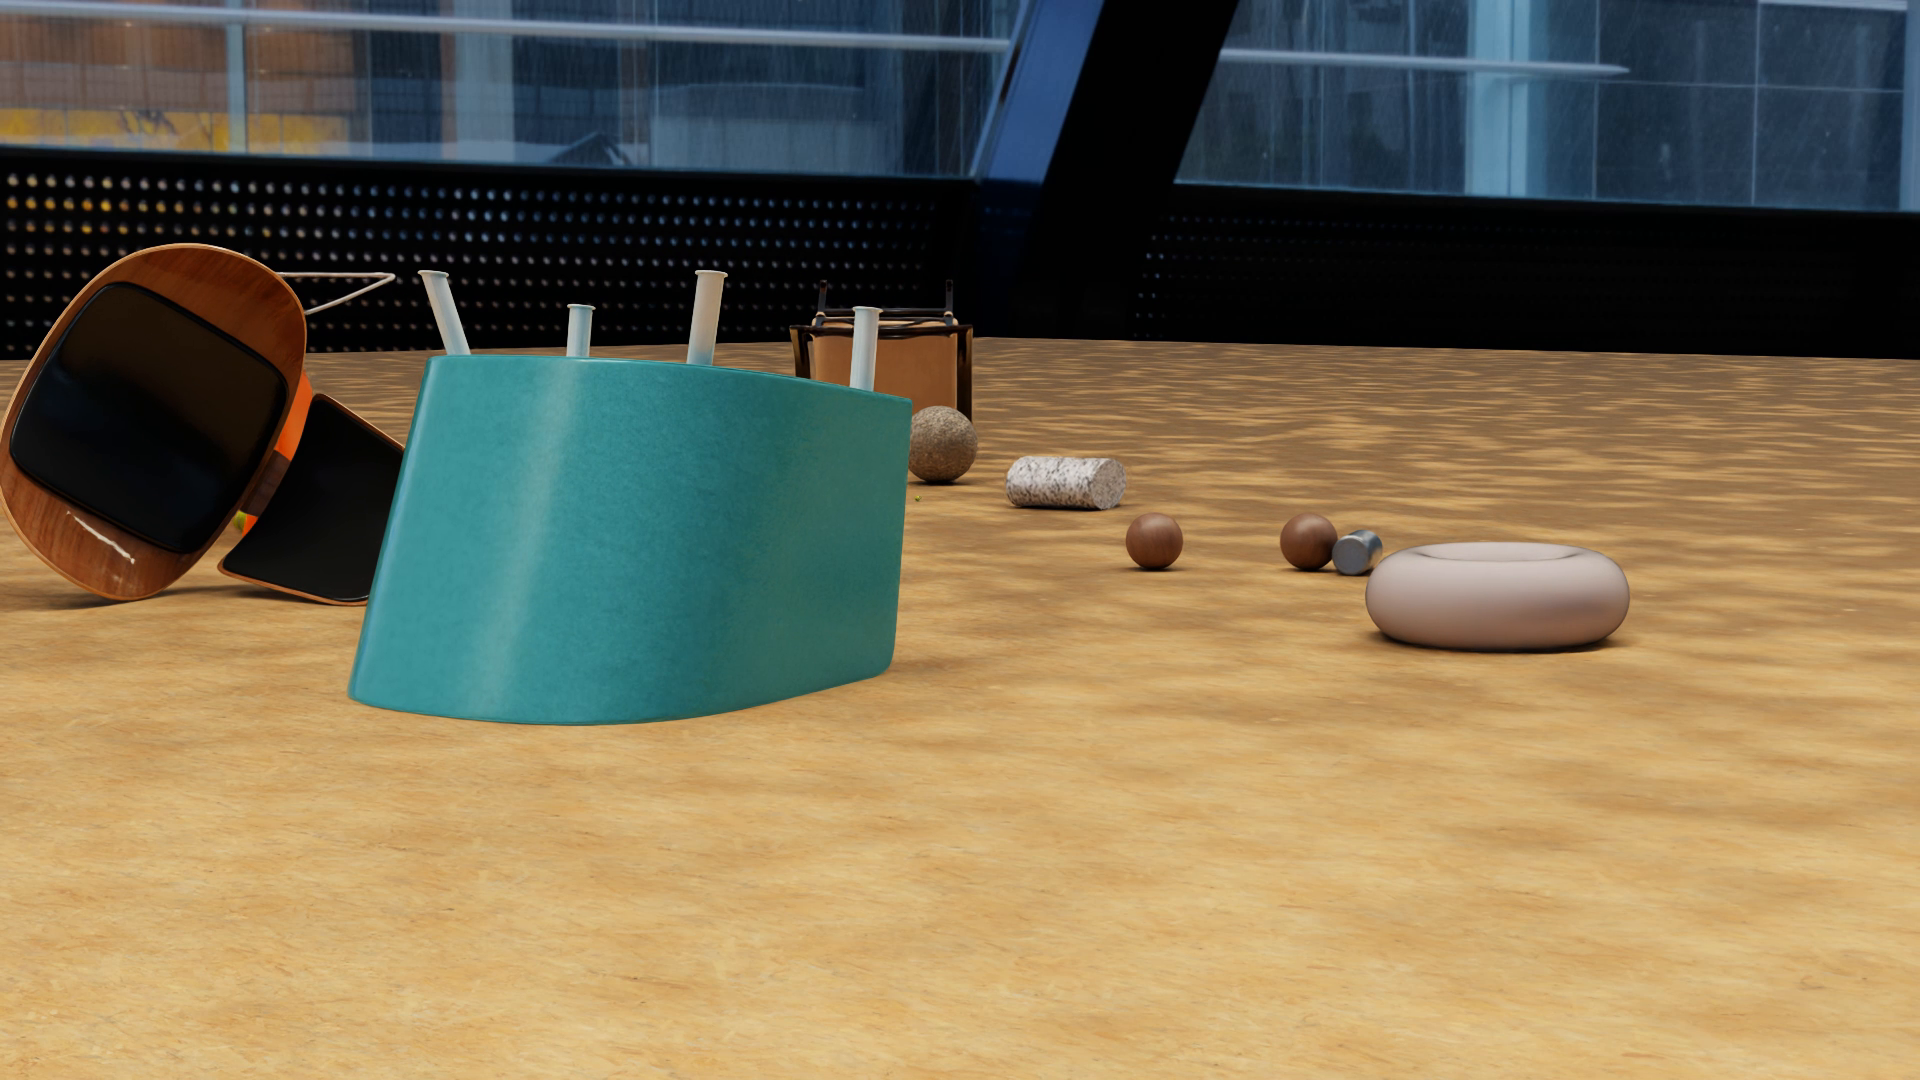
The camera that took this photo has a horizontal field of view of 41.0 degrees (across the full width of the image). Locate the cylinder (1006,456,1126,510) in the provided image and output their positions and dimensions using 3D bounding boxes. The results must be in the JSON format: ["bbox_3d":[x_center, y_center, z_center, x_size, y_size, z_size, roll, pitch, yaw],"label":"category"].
[{"bbox_3d":[0.304,-0.164,7.320,0.263,0.140,0.261,3,10,26],"label":"cylinder"}]

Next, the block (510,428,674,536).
[{"bbox_3d":[-0.951,-0.154,6.658,0.343,0.256,0.272,1,6,14],"label":"block"}]

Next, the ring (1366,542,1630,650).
[{"bbox_3d":[0.975,0.101,4.658,0.478,0.163,0.404,-1,7,-6],"label":"ring"}]

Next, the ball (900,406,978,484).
[{"bbox_3d":[-0.067,-0.304,8.153,0.248,0.248,0.248,0,6,0],"label":"ball"}]
